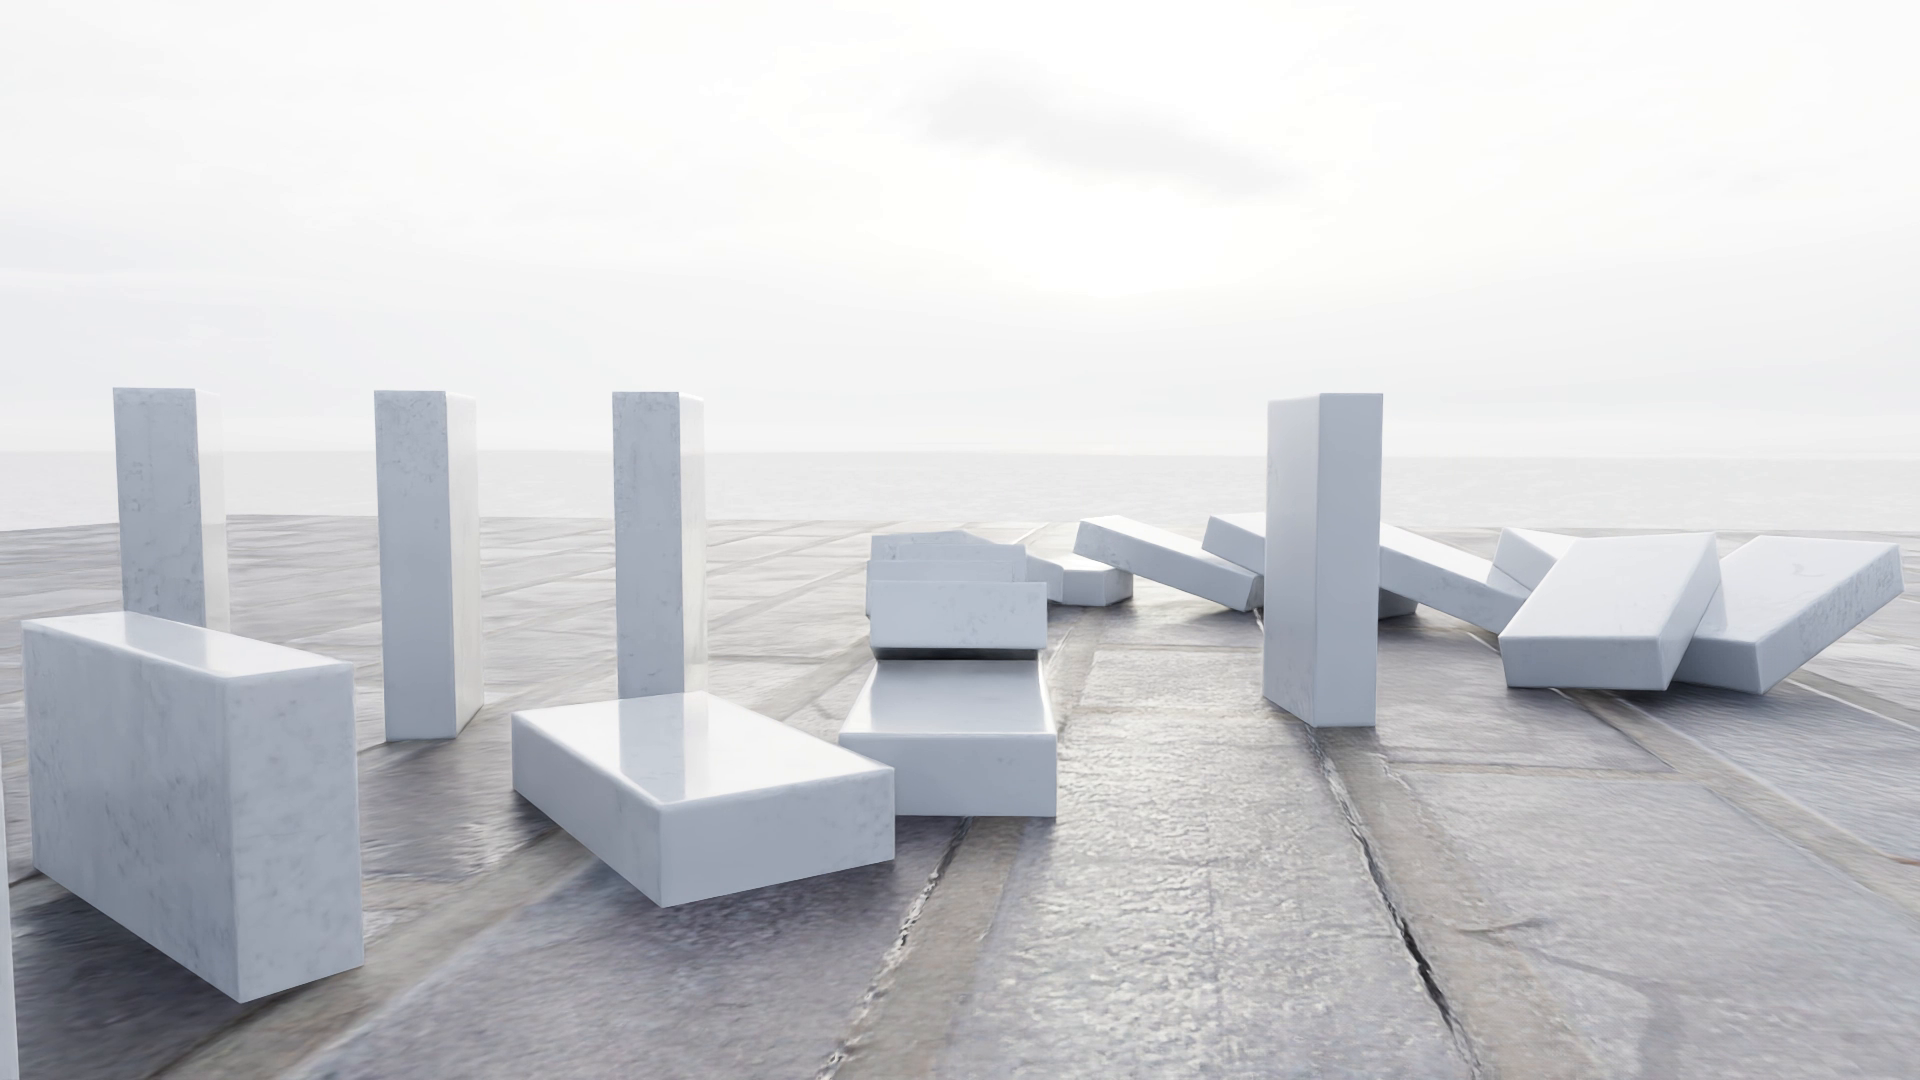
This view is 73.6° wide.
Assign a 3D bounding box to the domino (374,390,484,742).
[{"bbox_3d":[-0.080,0.003,0.195,0.010,0.050,0.025,-1,4,-11],"label":"domino"}]

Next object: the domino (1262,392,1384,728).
[{"bbox_3d":[0.057,0.002,0.204,0.009,0.050,0.025,0,4,-4],"label":"domino"}]

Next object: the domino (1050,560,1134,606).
[{"bbox_3d":[0.020,0.011,0.357,0.050,0.010,0.025,2,5,25],"label":"domino"}]

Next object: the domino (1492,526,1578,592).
[{"bbox_3d":[0.140,0.010,0.279,0.025,0.010,0.050,8,16,-5],"label":"domino"}]

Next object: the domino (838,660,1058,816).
[{"bbox_3d":[-0.001,0.025,0.172,0.025,0.010,0.050,0,4,2],"label":"domino"}]

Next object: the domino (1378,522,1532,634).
[{"bbox_3d":[0.113,0.008,0.303,0.025,0.010,0.050,-4,22,-44],"label":"domino"}]

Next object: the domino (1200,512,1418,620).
[{"bbox_3d":[0.090,0.006,0.330,0.025,0.009,0.050,-4,23,-44],"label":"domino"}]

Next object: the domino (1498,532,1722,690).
[{"bbox_3d":[0.119,0.012,0.233,0.025,0.009,0.050,-4,17,41],"label":"domino"}]

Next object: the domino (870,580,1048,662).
[{"bbox_3d":[-0.001,0.016,0.206,0.025,0.010,0.050,1,-12,-1],"label":"domino"}]

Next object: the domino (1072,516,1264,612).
[{"bbox_3d":[0.059,0.006,0.346,0.050,0.009,0.025,20,13,28],"label":"domino"}]

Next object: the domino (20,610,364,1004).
[{"bbox_3d":[-0.071,0.021,0.116,0.050,0.025,0.010,4,6,39],"label":"domino"}]

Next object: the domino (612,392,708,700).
[{"bbox_3d":[-0.046,0.003,0.199,0.009,0.050,0.025,0,4,-3],"label":"domino"}]

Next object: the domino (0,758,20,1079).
[{"bbox_3d":[-0.062,0.013,0.061,0.010,0.050,0.025,1,4,17],"label":"domino"}]

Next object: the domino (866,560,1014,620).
[{"bbox_3d":[-0.002,0.013,0.242,0.025,0.010,0.050,0,-11,3],"label":"domino"}]

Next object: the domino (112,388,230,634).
[{"bbox_3d":[-0.113,0.004,0.185,0.010,0.050,0.025,-2,5,-23],"label":"domino"}]

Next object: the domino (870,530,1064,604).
[{"bbox_3d":[0.003,0.007,0.313,0.025,0.010,0.050,-3,-12,31],"label":"domino"}]

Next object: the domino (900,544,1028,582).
[{"bbox_3d":[0.002,0.010,0.277,0.025,0.009,0.050,0,-11,3],"label":"domino"}]

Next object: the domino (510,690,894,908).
[{"bbox_3d":[-0.031,0.027,0.145,0.025,0.010,0.050,-3,5,-34],"label":"domino"}]

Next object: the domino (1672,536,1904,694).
[{"bbox_3d":[0.149,0.013,0.239,0.050,0.009,0.025,-22,15,-27],"label":"domino"}]
